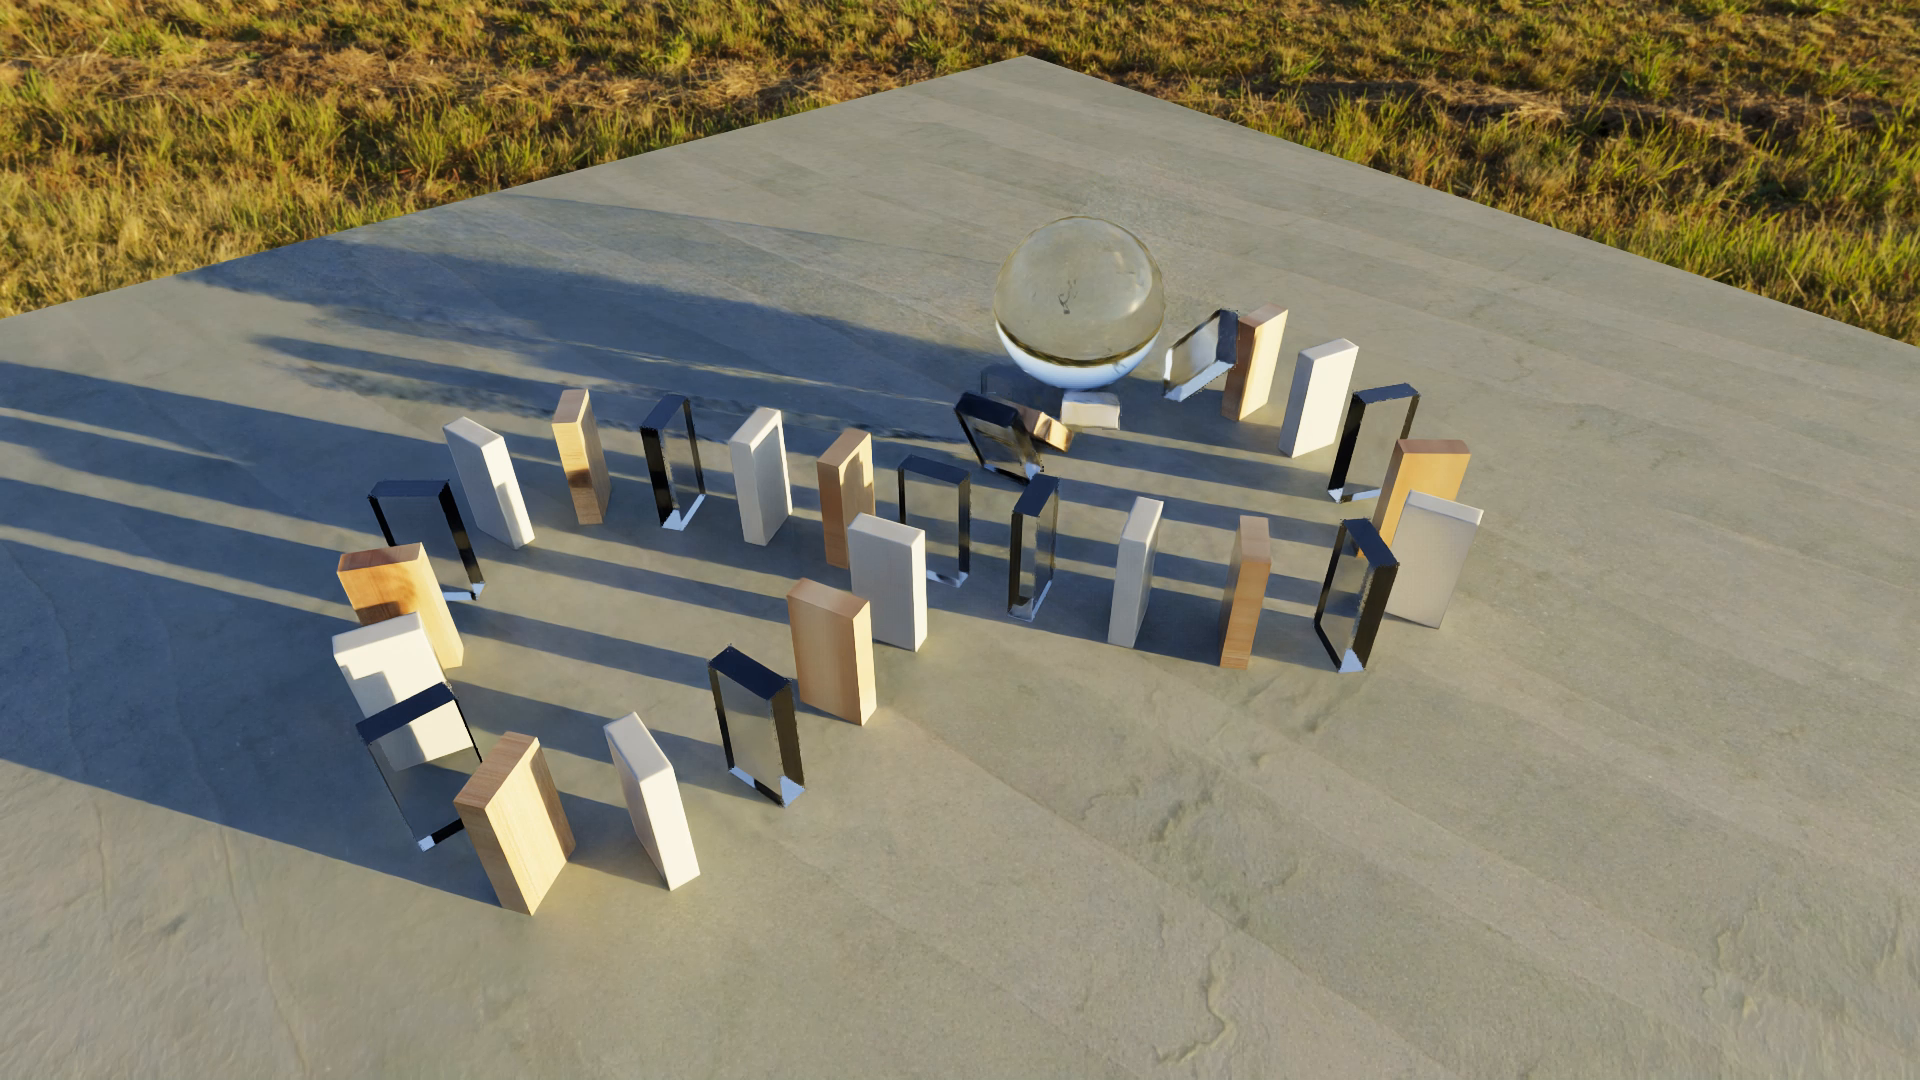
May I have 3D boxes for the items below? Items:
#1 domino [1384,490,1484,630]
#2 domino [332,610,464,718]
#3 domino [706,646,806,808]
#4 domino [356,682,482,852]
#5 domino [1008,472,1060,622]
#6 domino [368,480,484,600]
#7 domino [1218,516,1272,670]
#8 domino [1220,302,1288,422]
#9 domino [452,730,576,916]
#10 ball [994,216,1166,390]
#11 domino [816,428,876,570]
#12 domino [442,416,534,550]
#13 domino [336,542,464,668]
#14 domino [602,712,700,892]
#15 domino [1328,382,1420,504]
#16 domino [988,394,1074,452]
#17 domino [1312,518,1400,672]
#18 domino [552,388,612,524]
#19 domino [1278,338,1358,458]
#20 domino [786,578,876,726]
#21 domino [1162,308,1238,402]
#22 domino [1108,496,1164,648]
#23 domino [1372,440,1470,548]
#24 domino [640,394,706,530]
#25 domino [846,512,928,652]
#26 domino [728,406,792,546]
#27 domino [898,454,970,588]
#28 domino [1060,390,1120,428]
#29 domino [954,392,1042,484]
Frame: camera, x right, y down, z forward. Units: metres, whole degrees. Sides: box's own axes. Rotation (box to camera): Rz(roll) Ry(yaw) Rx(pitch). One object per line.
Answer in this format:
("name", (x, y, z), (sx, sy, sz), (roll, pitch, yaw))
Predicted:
("domino", (0.170, 0.008, 0.402), (0.025, 0.050, 0.010), (20, 43, 23))
("domino", (-0.179, 0.048, 0.353), (0.025, 0.050, 0.010), (-18, 43, -21))
("domino", (-0.063, 0.058, 0.340), (0.025, 0.050, 0.009), (25, 46, 28))
("domino", (-0.157, 0.068, 0.328), (0.025, 0.050, 0.010), (-30, 48, -31))
("domino", (0.027, 0.003, 0.408), (0.009, 0.050, 0.025), (15, 42, 17))
("domino", (-0.198, 0.001, 0.410), (0.025, 0.050, 0.010), (0, 39, 0))
("domino", (0.100, 0.019, 0.388), (0.010, 0.050, 0.025), (6, 40, 7))
("domino", (0.136, -0.082, 0.512), (0.025, 0.050, 0.009), (-31, 50, -32))
("domino", (-0.125, 0.081, 0.313), (0.010, 0.050, 0.025), (10, 40, 11))
("ball", (0.056, -0.110, 0.516), (0.080, 0.080, 0.080), (0, 39, 0))
("domino", (-0.044, -0.016, 0.431), (0.009, 0.050, 0.025), (16, 42, 18))
("domino", (-0.188, -0.022, 0.439), (0.025, 0.050, 0.009), (25, 45, 27))
("domino", (-0.193, 0.025, 0.381), (0.025, 0.050, 0.009), (-9, 40, -11))
("domino", (-0.089, 0.076, 0.319), (0.010, 0.050, 0.025), (-25, 46, -27))
("domino", (0.173, -0.040, 0.460), (0.025, 0.050, 0.010), (-10, 40, -12))
("domino", (0.030, -0.051, 0.481), (0.025, 0.010, 0.050), (22, 4, 22))
("domino", (0.138, 0.020, 0.387), (0.009, 0.050, 0.025), (-5, 40, -6))
("domino", (-0.155, -0.034, 0.453), (0.010, 0.050, 0.025), (-3, 39, -4))
("domino", (0.158, -0.063, 0.488), (0.025, 0.050, 0.010), (-19, 43, -22))
("domino", (-0.042, 0.038, 0.365), (0.025, 0.050, 0.009), (18, 43, 21))
("domino", (0.111, -0.085, 0.511), (0.010, 0.050, 0.025), (12, 75, -15))
("domino", (0.063, 0.012, 0.397), (0.010, 0.050, 0.025), (13, 41, 16))
("domino", (0.179, -0.016, 0.431), (0.025, 0.050, 0.010), (0, 39, 1))
("domino", (-0.117, -0.032, 0.450), (0.010, 0.050, 0.025), (8, 40, 9))
("domino", (-0.026, 0.016, 0.392), (0.025, 0.050, 0.010), (16, 42, 19))
("domino", (-0.080, -0.025, 0.442), (0.009, 0.050, 0.025), (12, 41, 15))
("domino", (-0.010, -0.007, 0.420), (0.025, 0.050, 0.009), (17, 42, 20))
("domino", (0.059, -0.060, 0.501), (0.025, 0.010, 0.050), (5, 14, 6))
("domino", (0.017, -0.042, 0.464), (0.025, 0.050, 0.009), (22, 73, 24))
